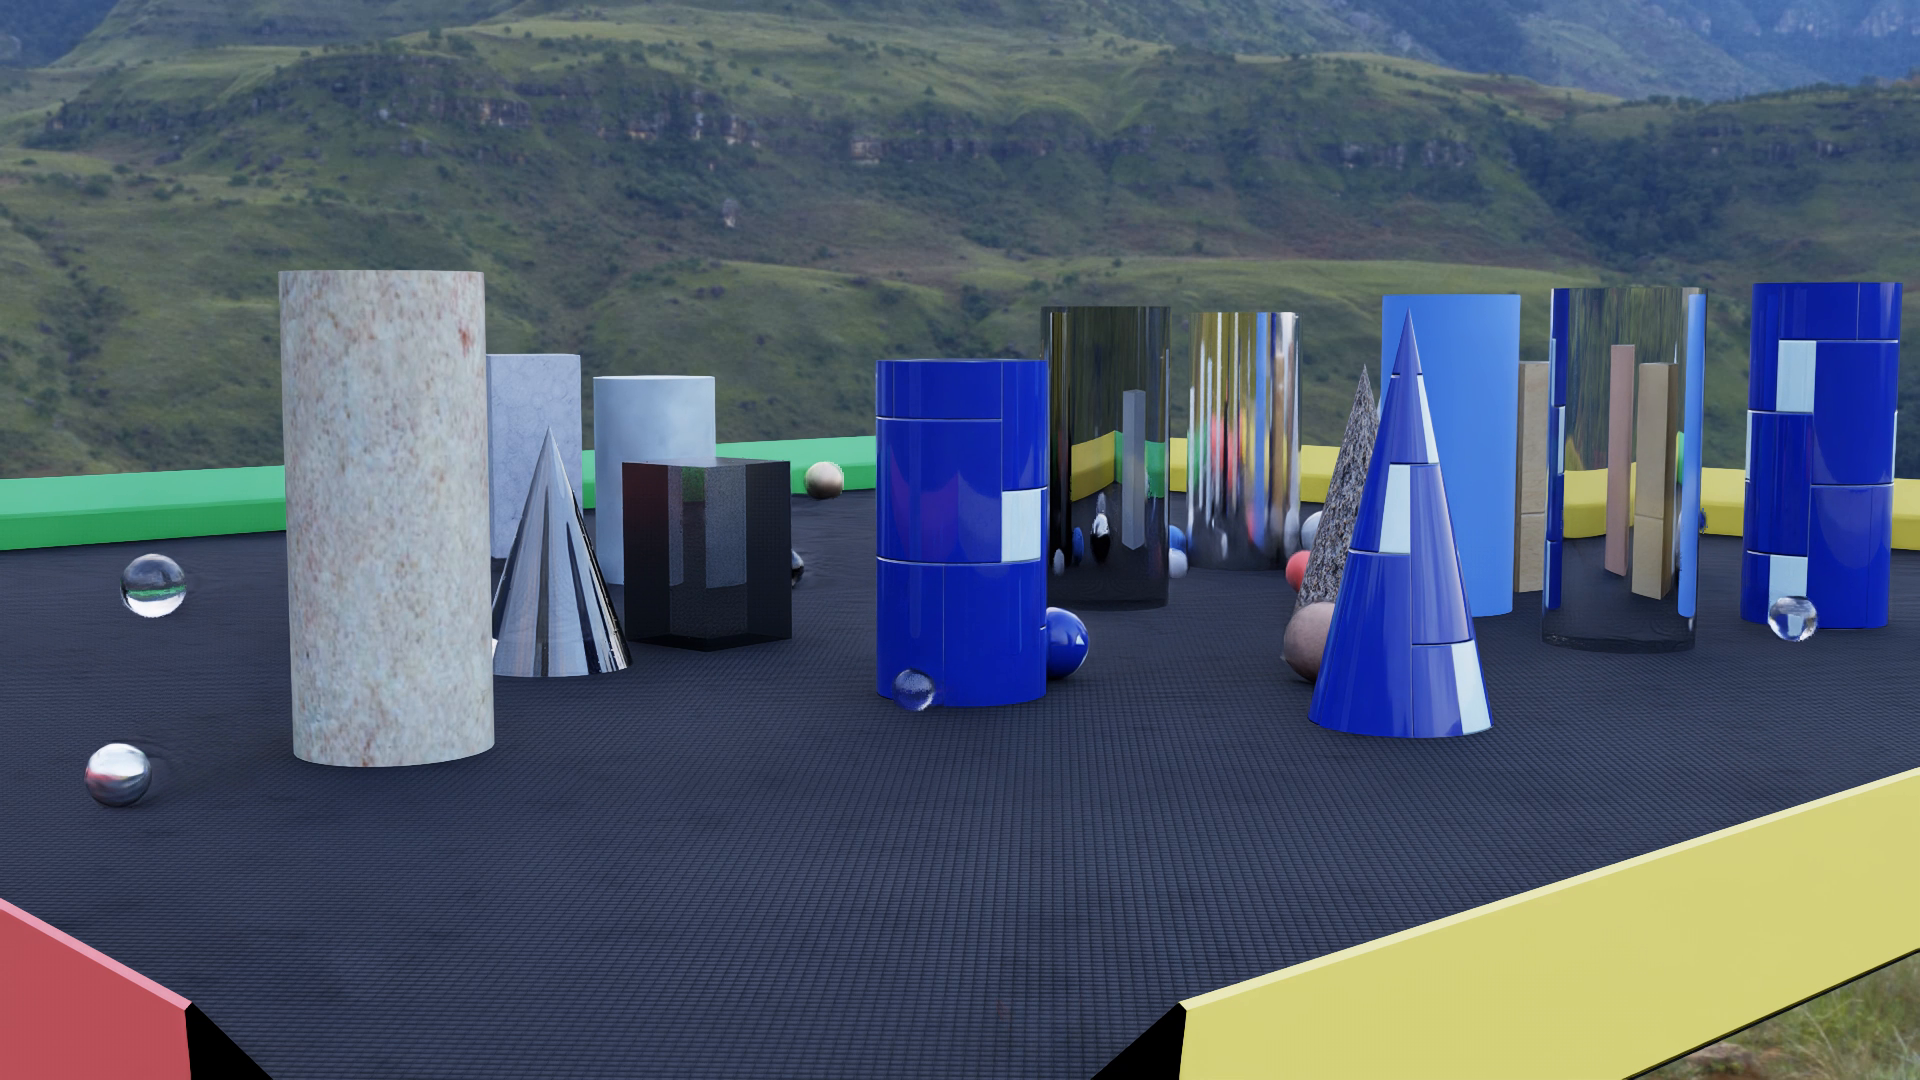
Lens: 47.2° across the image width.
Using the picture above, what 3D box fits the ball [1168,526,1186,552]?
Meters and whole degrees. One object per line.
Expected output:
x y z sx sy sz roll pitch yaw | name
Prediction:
0.371 0.006 3.920 0.065 0.065 0.065 0 6 0 | ball

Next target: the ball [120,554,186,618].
-1.177 0.066 3.208 0.093 0.093 0.093 0 6 0 | ball

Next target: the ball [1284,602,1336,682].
0.437 0.123 2.632 0.098 0.098 0.098 0 6 0 | ball

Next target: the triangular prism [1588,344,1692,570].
1.158 -0.150 3.865 0.173 0.386 0.150 -2 6 -22 | triangular prism

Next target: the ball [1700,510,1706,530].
1.457 -0.038 4.386 0.057 0.057 0.057 0 6 0 | ball

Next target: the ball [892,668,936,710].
-0.052 0.167 2.458 0.048 0.048 0.048 0 6 0 | ball

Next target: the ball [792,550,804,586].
-0.284 0.046 3.539 0.065 0.065 0.065 0 6 0 | ball

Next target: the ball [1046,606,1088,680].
0.112 0.125 2.669 0.088 0.088 0.088 0 6 0 | ball

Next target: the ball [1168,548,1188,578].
0.357 0.039 3.681 0.049 0.049 0.049 0 6 0 | ball

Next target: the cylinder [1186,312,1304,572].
0.498 -0.177 3.855 0.200 0.442 0.200 0 6 0 | cylinder

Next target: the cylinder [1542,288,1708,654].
0.887 -0.098 2.941 0.200 0.475 0.200 0 6 0 | cylinder

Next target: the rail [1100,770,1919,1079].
1.197 0.168 2.042 3.689 0.130 0.045 -5 8 -42 | rail

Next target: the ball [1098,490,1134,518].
0.326 -0.070 4.608 0.074 0.074 0.074 0 6 0 | ball

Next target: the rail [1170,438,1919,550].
1.338 -0.094 4.560 0.045 0.130 3.576 -5 8 -42 | rail

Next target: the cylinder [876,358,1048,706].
0.002 -0.015 2.562 0.200 0.388 0.200 0 6 0 | cylinder

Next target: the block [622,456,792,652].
-0.342 0.015 2.979 0.160 0.242 0.160 5 8 39 | block

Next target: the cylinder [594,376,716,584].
-0.507 -0.103 3.666 0.200 0.335 0.200 0 6 0 | cylinder

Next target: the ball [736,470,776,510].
-0.459 -0.113 4.951 0.088 0.088 0.088 0 6 0 | ball

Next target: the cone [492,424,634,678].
-0.514 0.006 2.768 0.200 0.305 0.200 0 6 0 | cone

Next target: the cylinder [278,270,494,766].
-0.579 -0.028 2.230 0.200 0.483 0.200 0 6 0 | cylinder

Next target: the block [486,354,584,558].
-0.791 -0.158 4.054 0.160 0.365 0.160 -2 6 -20 | block

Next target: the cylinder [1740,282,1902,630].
1.235 -0.125 3.159 0.200 0.484 0.200 0 6 0 | cylinder

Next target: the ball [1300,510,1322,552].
0.642 -0.002 3.834 0.100 0.100 0.100 0 6 0 | ball

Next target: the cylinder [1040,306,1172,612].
0.219 -0.128 3.346 0.200 0.451 0.200 0 6 0 | cylinder

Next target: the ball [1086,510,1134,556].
0.272 -0.012 3.996 0.085 0.085 0.085 0 6 0 | ball

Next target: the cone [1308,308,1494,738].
0.481 -0.027 2.379 0.200 0.451 0.200 0 6 0 | cone

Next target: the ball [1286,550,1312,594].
0.545 0.053 3.435 0.073 0.073 0.073 0 6 0 | ball

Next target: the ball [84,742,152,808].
-0.758 0.212 1.979 0.058 0.058 0.058 0 6 0 | ball

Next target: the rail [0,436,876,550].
-1.197 -0.100 4.622 3.689 0.130 0.045 -5 8 -42 | rail

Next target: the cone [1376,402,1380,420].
0.771 -0.160 3.903 0.200 0.398 0.200 0 6 0 | cone

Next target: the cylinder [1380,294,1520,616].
0.729 -0.131 3.287 0.200 0.468 0.200 0 6 0 | cylinder

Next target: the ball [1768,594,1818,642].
1.128 0.106 2.975 0.063 0.063 0.063 0 6 0 | ball

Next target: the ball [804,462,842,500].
-0.324 -0.139 5.197 0.090 0.090 0.090 0 6 0 | ball

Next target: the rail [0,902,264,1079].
-1.338 0.162 2.104 0.045 0.130 3.576 -5 8 -42 | rail

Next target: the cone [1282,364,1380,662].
0.512 -0.036 2.804 0.200 0.380 0.200 0 6 0 | cone

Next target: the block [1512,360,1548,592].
0.910 -0.108 3.586 0.160 0.362 0.160 -4 7 -34 | block
